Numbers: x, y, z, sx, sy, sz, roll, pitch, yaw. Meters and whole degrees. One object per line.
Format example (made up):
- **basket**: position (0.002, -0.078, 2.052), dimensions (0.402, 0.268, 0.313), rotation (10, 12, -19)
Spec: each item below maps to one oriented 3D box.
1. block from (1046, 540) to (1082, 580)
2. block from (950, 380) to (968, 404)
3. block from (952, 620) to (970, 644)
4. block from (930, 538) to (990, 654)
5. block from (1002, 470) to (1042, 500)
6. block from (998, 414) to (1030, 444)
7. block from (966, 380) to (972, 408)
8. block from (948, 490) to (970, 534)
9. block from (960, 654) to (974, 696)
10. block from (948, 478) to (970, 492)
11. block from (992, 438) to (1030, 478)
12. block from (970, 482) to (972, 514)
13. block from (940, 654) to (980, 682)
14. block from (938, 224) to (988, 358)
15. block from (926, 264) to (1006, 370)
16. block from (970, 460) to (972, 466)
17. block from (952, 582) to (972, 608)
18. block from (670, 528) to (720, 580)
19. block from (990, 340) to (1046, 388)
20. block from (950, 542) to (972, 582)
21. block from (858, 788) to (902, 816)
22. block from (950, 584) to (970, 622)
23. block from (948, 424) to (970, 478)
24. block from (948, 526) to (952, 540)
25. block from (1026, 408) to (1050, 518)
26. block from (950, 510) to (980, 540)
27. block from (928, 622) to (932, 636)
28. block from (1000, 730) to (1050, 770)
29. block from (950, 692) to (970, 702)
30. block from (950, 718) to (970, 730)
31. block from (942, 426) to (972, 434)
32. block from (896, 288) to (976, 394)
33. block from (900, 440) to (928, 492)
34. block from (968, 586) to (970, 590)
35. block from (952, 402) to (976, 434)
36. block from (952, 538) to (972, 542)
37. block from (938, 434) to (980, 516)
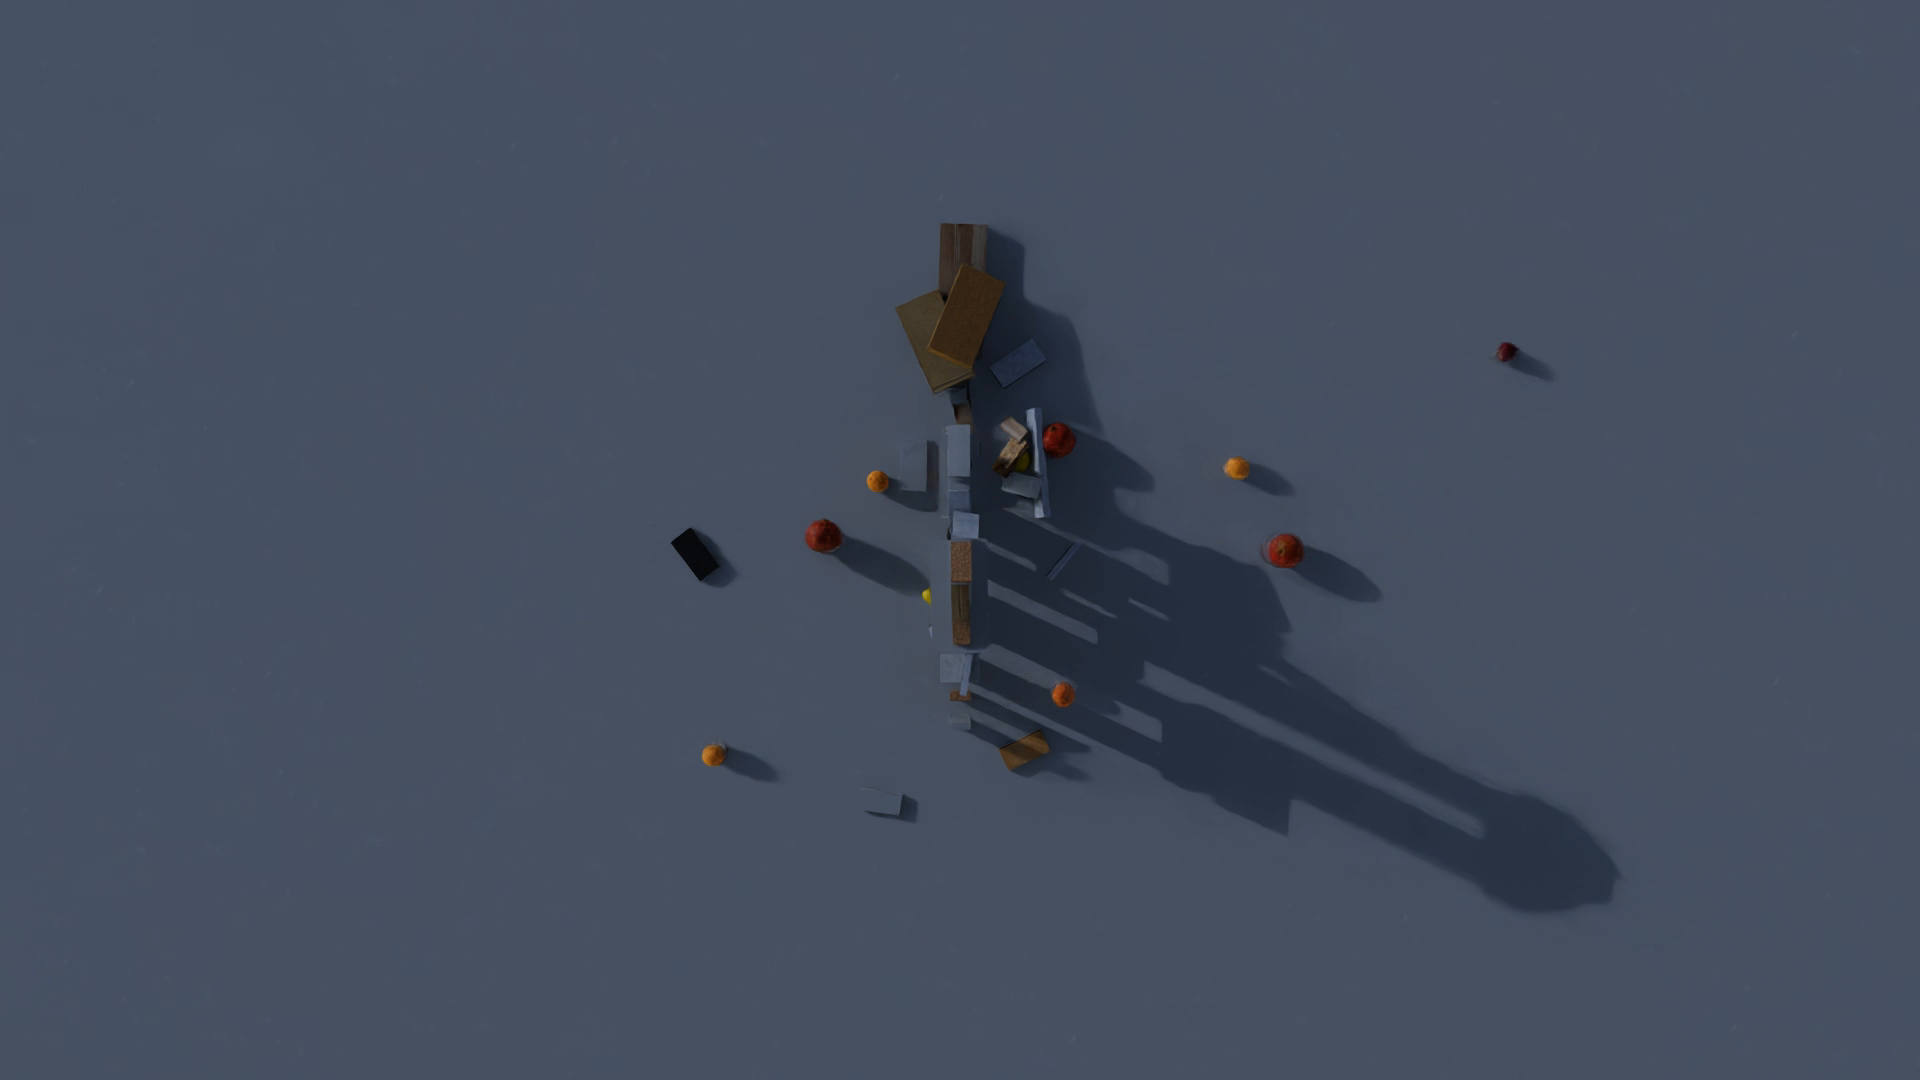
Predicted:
- **block**: position (0.343, 0.067, 5.462), dimensions (0.022, 0.077, 0.154), rotation (40, 90, 0)
- **block**: position (-0.006, -0.505, 5.467), dimensions (0.055, 0.016, 0.111), rotation (-2, 79, 3)
- **block**: position (0.004, 0.254, 4.812), dimensions (0.052, 0.015, 0.104), rotation (-2, 107, 0)
- **block**: position (-0.001, 0.166, 4.857), dimensions (0.167, 0.047, 0.334), rotation (-1, 90, 0)
- **block**: position (0.203, -0.184, 5.446), dimensions (0.138, 0.020, 0.069), rotation (17, 103, 35)
- **block**: position (0.179, -0.368, 5.469), dimensions (0.050, 0.014, 0.101), rotation (-47, 61, 0)
- **block**: position (0.004, -0.496, 5.492), dimensions (0.055, 0.016, 0.111), rotation (-6, 90, 0)
- **block**: position (-0.003, -0.090, 5.166), dimensions (0.068, 0.019, 0.136), rotation (-3, 105, 0)
- **block**: position (0.022, 0.410, 5.177), dimensions (0.022, 0.077, 0.154), rotation (9, 90, 1)
- **block**: position (-0.004, -0.218, 5.182), dimensions (0.068, 0.019, 0.136), rotation (-2, 78, 0)
- **block**: position (0.167, -0.278, 5.469), dimensions (0.069, 0.020, 0.138), rotation (35, 90, 44)
- **block**: position (0.003, -0.122, 5.195), dimensions (0.068, 0.019, 0.136), rotation (-2, 90, 0)
- **block**: position (-0.001, 0.327, 5.233), dimensions (0.125, 0.035, 0.249), rotation (0, 90, 0)
- **block**: position (0.006, -0.828, 5.478), dimensions (0.155, 0.044, 0.436), rotation (2, 90, 0)
- **block**: position (0.020, -0.732, 5.402), dimensions (0.155, 0.044, 0.310), rotation (24, 79, -10)
- **block**: position (0.002, -0.275, 5.177), dimensions (0.050, 0.014, 0.101), rotation (-13, 78, -2)
- **block**: position (0.005, 0.136, 4.813), dimensions (0.060, 0.017, 0.120), rotation (-1, 102, 0)
- **block**: position (-0.881, 0.048, 5.489), dimensions (0.081, 0.023, 0.161), rotation (-37, 90, 0)
- **block**: position (0.193, -0.586, 5.488), dimensions (0.172, 0.024, 0.086), rotation (-34, 90, 0)
- **block**: position (0.003, 0.065, 4.788), dimensions (0.060, 0.017, 0.120), rotation (0, 70, 0)
- **block**: position (-0.265, 0.872, 5.490), dimensions (0.137, 0.019, 0.068), rotation (8, 90, 0)
- **block**: position (0.002, 0.182, 4.781), dimensions (0.052, 0.015, 0.104), rotation (-2, 94, 0)
- **block**: position (-0.003, -0.277, 5.160), dimensions (0.069, 0.020, 0.166), rotation (0, 78, 0)
- **block**: position (0.000, -0.009, 5.218), dimensions (0.081, 0.347, 0.023), rotation (0, 98, 0)
- **block**: position (0.258, -0.254, 5.455), dimensions (0.024, 0.086, 0.359), rotation (-5, 90, -17)
- **block**: position (0.016, -0.037, 5.087), dimensions (0.081, 0.161, 0.023), rotation (10, 119, -3)
- **block**: position (-0.007, 0.257, 5.048), dimensions (0.167, 0.334, 0.047), rotation (-17, 90, 0)
- **block**: position (0.215, 0.700, 5.489), dimensions (0.154, 0.022, 0.077), rotation (-26, 90, 0)
- **block**: position (0.001, 0.514, 5.432), dimensions (0.068, 0.137, 0.019), rotation (0, 90, 0)
- **block**: position (0.001, 0.606, 5.432), dimensions (0.068, 0.137, 0.019), rotation (0, 91, 0)
- **block**: position (-0.008, -0.346, 5.475), dimensions (0.101, 0.014, 0.050), rotation (-4, 113, -4)
- **block**: position (-0.080, -0.653, 5.434), dimensions (0.155, 0.044, 0.310), rotation (-24, 90, 1)
- **block**: position (-0.153, -0.249, 5.488), dimensions (0.086, 0.024, 0.172), rotation (1, 90, 0)
- **block**: position (0.002, 0.188, 4.807), dimensions (0.052, 0.015, 0.104), rotation (-1, 107, 0)
- **block**: position (0.013, -0.406, 5.482), dimensions (0.055, 0.016, 0.111), rotation (-12, 100, 0)
- **block**: position (0.004, 0.053, 4.825), dimensions (0.060, 0.017, 0.120), rotation (0, 90, 0)
- **block**: position (-0.001, -0.206, 5.223), dimensions (0.129, 0.037, 0.258), rotation (-1, 90, 0)
